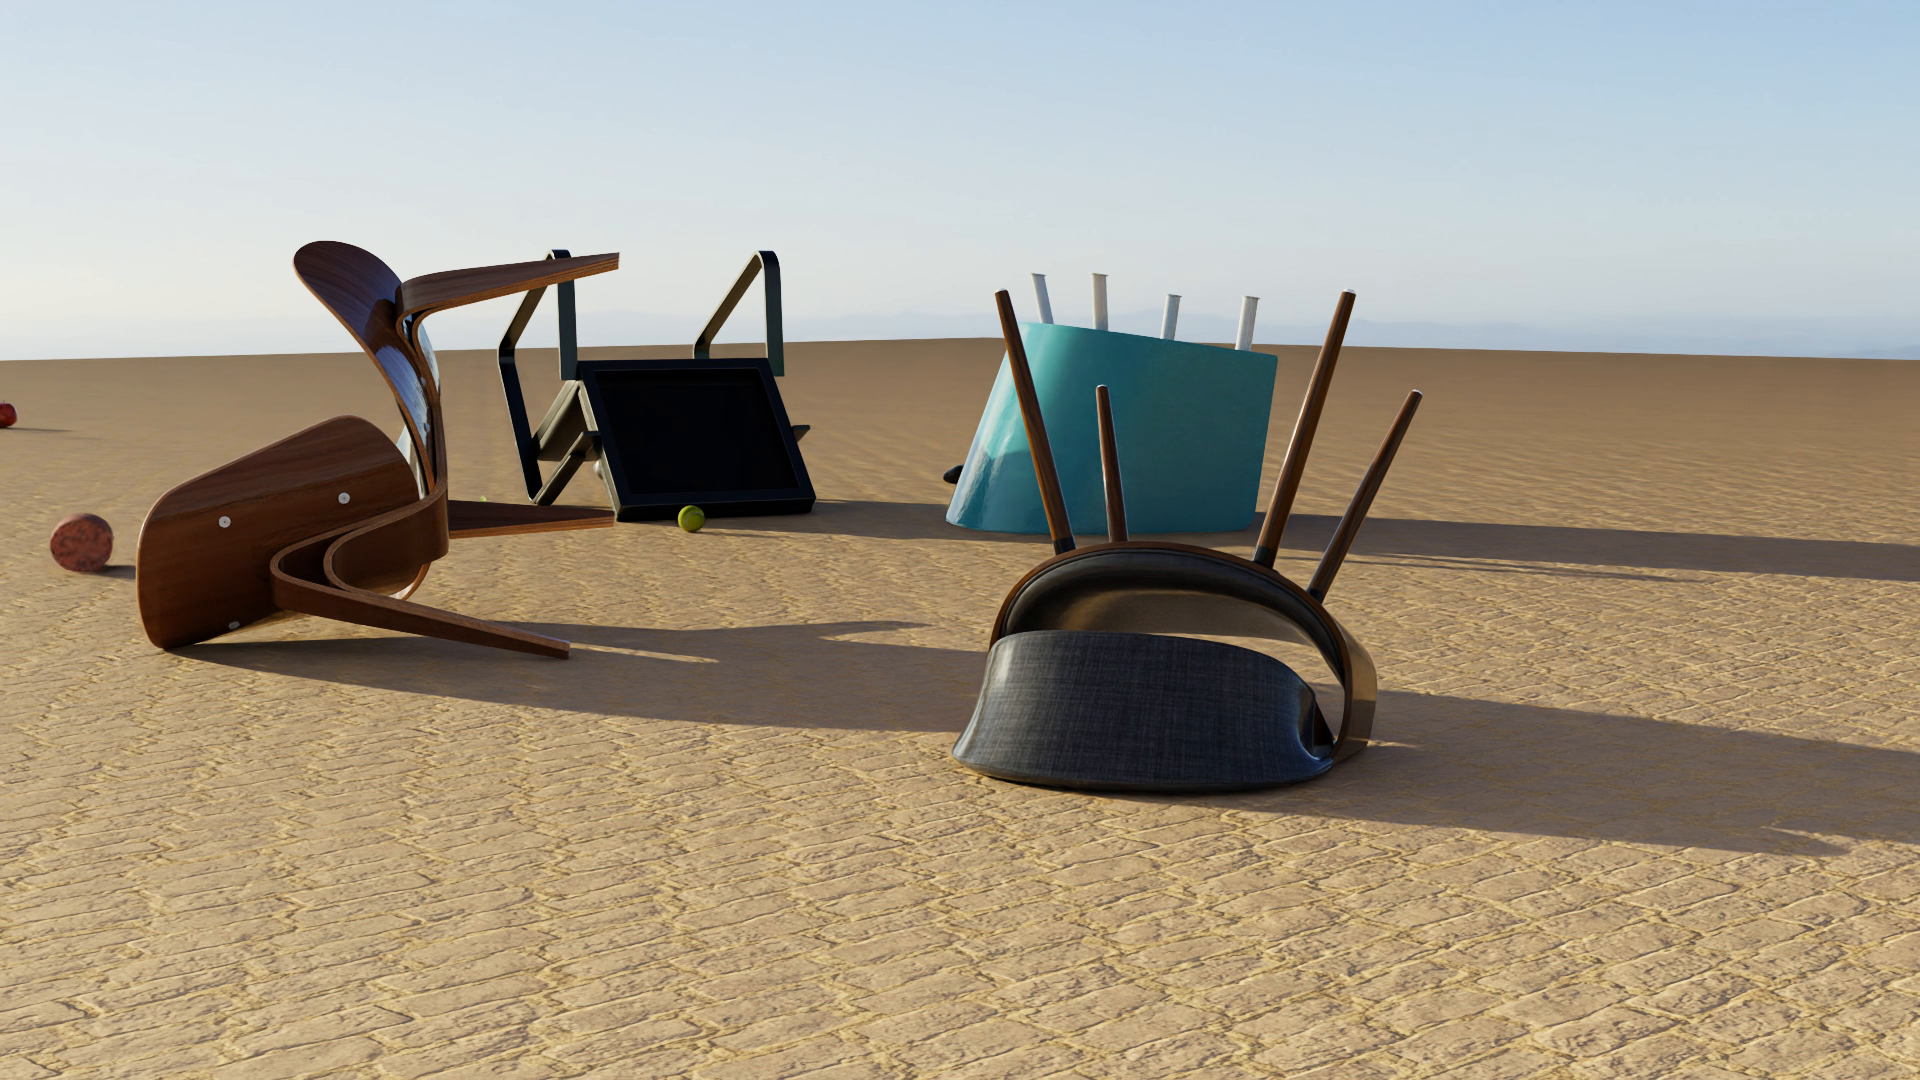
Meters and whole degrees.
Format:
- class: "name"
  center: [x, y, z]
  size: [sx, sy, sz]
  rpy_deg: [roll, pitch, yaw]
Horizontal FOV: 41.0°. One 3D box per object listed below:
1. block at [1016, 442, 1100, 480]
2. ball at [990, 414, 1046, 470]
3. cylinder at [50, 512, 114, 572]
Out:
- class: "block"
  center: [0.322, -0.258, 8.410]
  size: [0.224, 0.105, 0.236]
  rpy_deg: [2, 6, 18]
- class: "ball"
  center: [0.196, -0.331, 8.686]
  size: [0.192, 0.192, 0.192]
  rpy_deg: [0, 6, 0]
- class: "cylinder"
  center: [-1.976, 0.005, 5.777]
  size: [0.131, 0.120, 0.164]
  rpy_deg: [1, 5, -18]
